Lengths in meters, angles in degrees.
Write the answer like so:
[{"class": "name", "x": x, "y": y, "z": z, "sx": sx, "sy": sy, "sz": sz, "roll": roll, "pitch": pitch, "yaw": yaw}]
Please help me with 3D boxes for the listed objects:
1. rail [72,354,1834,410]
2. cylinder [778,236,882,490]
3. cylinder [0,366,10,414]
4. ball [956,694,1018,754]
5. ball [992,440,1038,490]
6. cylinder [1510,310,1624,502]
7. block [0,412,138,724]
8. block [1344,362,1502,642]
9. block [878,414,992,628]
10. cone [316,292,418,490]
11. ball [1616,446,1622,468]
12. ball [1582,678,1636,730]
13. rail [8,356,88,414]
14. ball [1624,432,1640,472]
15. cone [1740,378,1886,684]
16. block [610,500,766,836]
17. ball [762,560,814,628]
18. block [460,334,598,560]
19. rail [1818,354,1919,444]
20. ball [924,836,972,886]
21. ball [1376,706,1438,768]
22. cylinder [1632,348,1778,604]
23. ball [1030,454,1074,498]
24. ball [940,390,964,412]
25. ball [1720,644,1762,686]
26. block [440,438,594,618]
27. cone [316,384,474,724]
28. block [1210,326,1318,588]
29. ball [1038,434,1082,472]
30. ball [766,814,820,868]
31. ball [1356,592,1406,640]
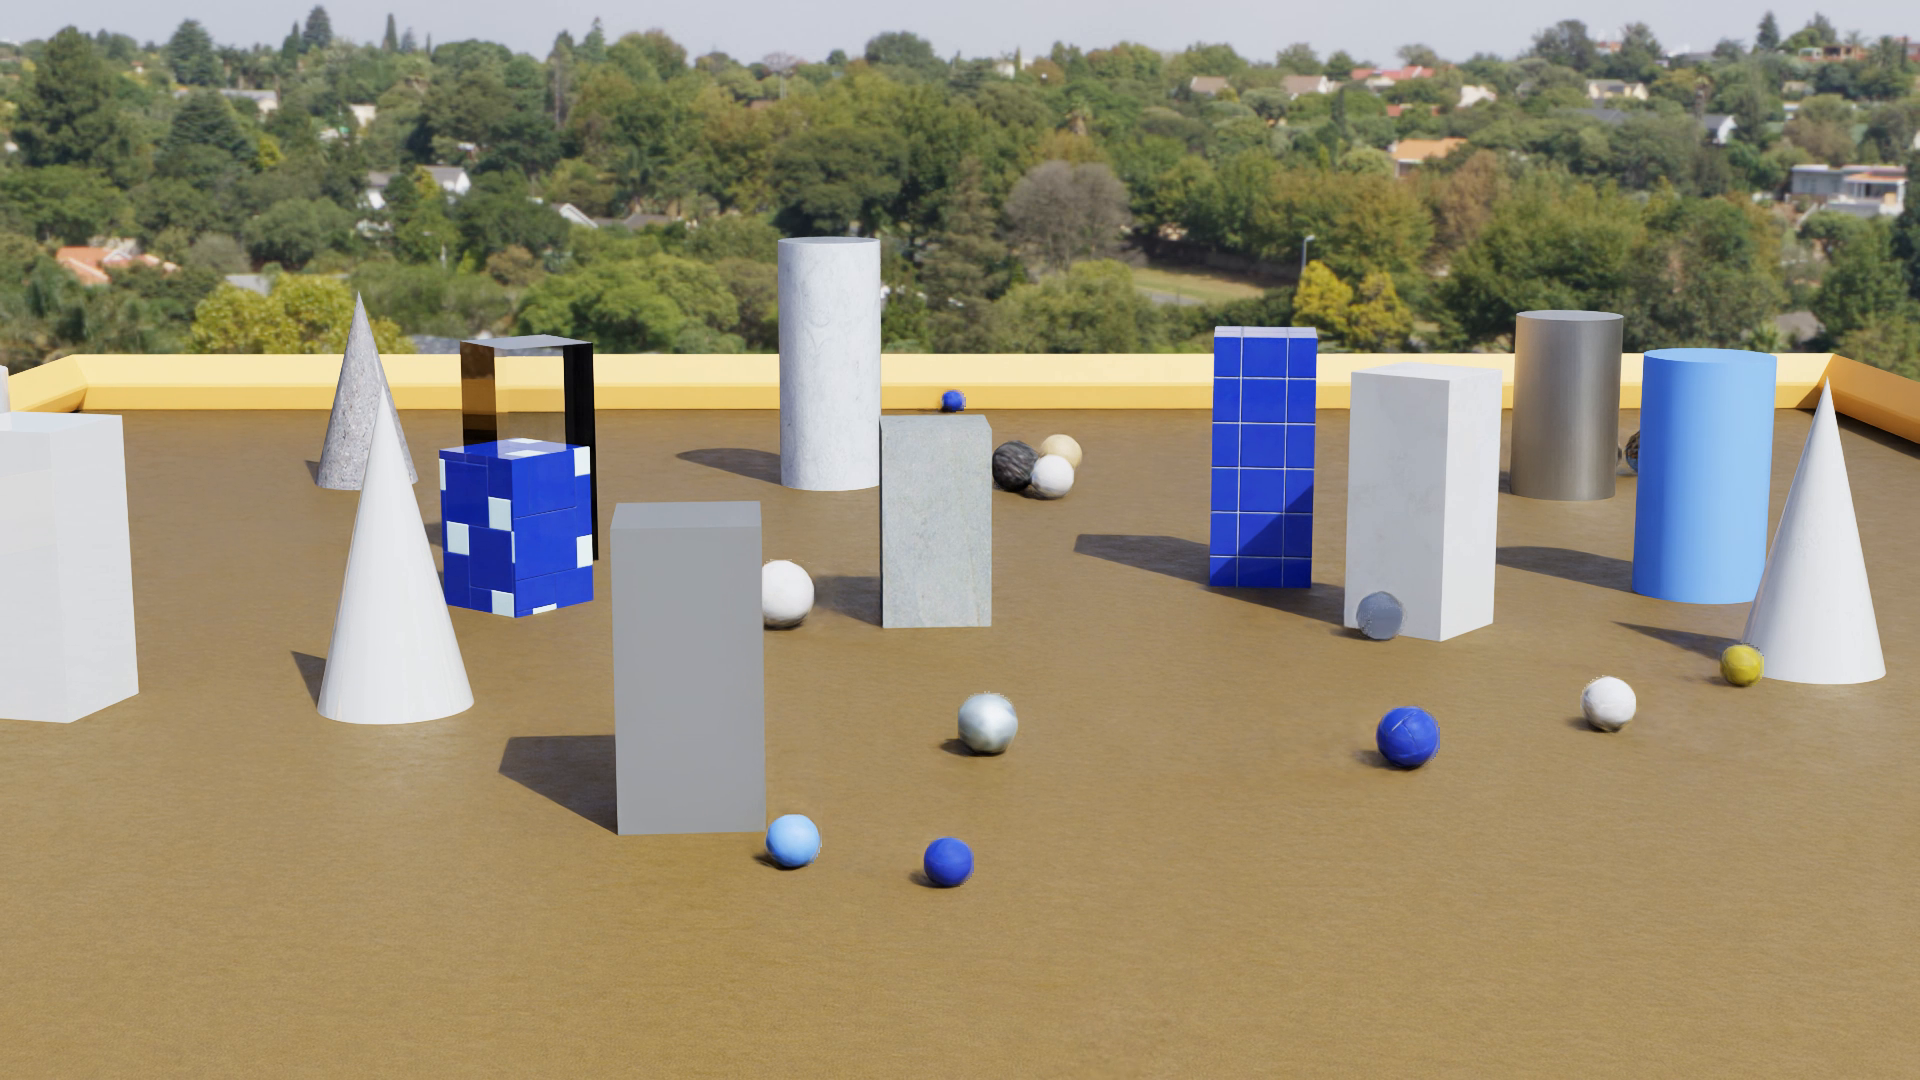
[{"class": "rail", "x": -0.011, "y": -0.327, "z": 5.339, "sx": 3.677, "sy": 0.114, "sz": 0.045, "roll": 0, "pitch": 11, "yaw": 0}, {"class": "cylinder", "x": -0.223, "y": -0.305, "z": 4.410, "sx": 0.175, "sy": 0.418, "sz": 0.175, "roll": 0, "pitch": 11, "yaw": 0}, {"class": "cylinder", "x": -1.214, "y": -0.021, "z": 3.054, "sx": 0.175, "sy": 0.361, "sz": 0.175, "roll": 0, "pitch": 11, "yaw": 0}, {"class": "ball", "x": 0.029, "y": 0.194, "z": 2.713, "sx": 0.064, "sy": 0.064, "sz": 0.064, "roll": 0, "pitch": 11, "yaw": 0}, {"class": "ball", "x": 0.093, "y": -0.127, "z": 4.363, "sx": 0.084, "sy": 0.084, "sz": 0.084, "roll": 0, "pitch": 11, "yaw": 0}, {"class": "cylinder", "x": 1.020, "y": -0.228, "z": 4.318, "sx": 0.175, "sy": 0.300, "sz": 0.175, "roll": 0, "pitch": 11, "yaw": 0}, {"class": "block", "x": -1.038, "y": 0.027, "z": 2.895, "sx": 0.140, "sy": 0.325, "sz": 0.140, "roll": 3, "pitch": 11, "yaw": 14}, {"class": "block", "x": 0.596, "y": -0.053, "z": 3.302, "sx": 0.140, "sy": 0.332, "sz": 0.140, "roll": 9, "pitch": 14, "yaw": 38}, {"class": "block", "x": -0.034, "y": -0.027, "z": 3.364, "sx": 0.140, "sy": 0.257, "sz": 0.140, "roll": -1, "pitch": 11, "yaw": -3}, {"class": "cone", "x": -1.030, "y": -0.264, "z": 4.425, "sx": 0.175, "sy": 0.332, "sz": 0.175, "roll": 0, "pitch": 11, "yaw": 0}, {"class": "ball", "x": 1.139, "y": -0.150, "z": 4.542, "sx": 0.064, "sy": 0.064, "sz": 0.064, "roll": 0, "pitch": 11, "yaw": 0}, {"class": "ball", "x": 0.711, "y": 0.179, "z": 2.811, "sx": 0.058, "sy": 0.058, "sz": 0.058, "roll": 0, "pitch": 11, "yaw": 0}, {"class": "rail", "x": -1.815, "y": 0.031, "z": 3.440, "sx": 0.045, "sy": 0.114, "sz": 3.892, "roll": 0, "pitch": 11, "yaw": 0}, {"class": "ball", "x": 1.213, "y": -0.155, "z": 4.522, "sx": 0.080, "sy": 0.080, "sz": 0.080, "roll": 0, "pitch": 11, "yaw": 0}, {"class": "cone", "x": 1.028, "y": -0.021, "z": 3.072, "sx": 0.175, "sy": 0.354, "sz": 0.175, "roll": 0, "pitch": 11, "yaw": 0}, {"class": "block", "x": -0.261, "y": 0.121, "z": 2.480, "sx": 0.140, "sy": 0.295, "sz": 0.140, "roll": -1, "pitch": 11, "yaw": -5}, {"class": "ball", "x": -0.231, "y": 0.070, "z": 3.309, "sx": 0.088, "sy": 0.088, "sz": 0.088, "roll": 0, "pitch": 11, "yaw": 0}, {"class": "block", "x": -0.628, "y": -0.130, "z": 3.743, "sx": 0.140, "sy": 0.320, "sz": 0.140, "roll": -8, "pitch": 14, "yaw": -38}, {"class": "rail", "x": 1.815, "y": 0.027, "z": 3.461, "sx": 0.045, "sy": 0.114, "sz": 3.892, "roll": 0, "pitch": 11, "yaw": 0}, {"class": "ball", "x": -0.011, "y": 0.286, "z": 2.283, "sx": 0.044, "sy": 0.044, "sz": 0.044, "roll": 0, "pitch": 11, "yaw": 0}, {"class": "ball", "x": 0.464, "y": 0.204, "z": 2.663, "sx": 0.064, "sy": 0.064, "sz": 0.064, "roll": 0, "pitch": 11, "yaw": 0}, {"class": "cylinder", "x": 1.019, "y": -0.090, "z": 3.516, "sx": 0.175, "sy": 0.326, "sz": 0.175, "roll": 0, "pitch": 11, "yaw": 0}, {"class": "ball", "x": 0.154, "y": -0.106, "z": 4.283, "sx": 0.073, "sy": 0.073, "sz": 0.073, "roll": 0, "pitch": 11, "yaw": 0}, {"class": "ball", "x": -0.017, "y": -0.288, "z": 5.318, "sx": 0.047, "sy": 0.047, "sz": 0.047, "roll": 0, "pitch": 11, "yaw": 0}, {"class": "ball", "x": 0.915, "y": 0.147, "z": 3.008, "sx": 0.049, "sy": 0.049, "sz": 0.049, "roll": 0, "pitch": 11, "yaw": 0}, {"class": "block", "x": -0.596, "y": -0.019, "z": 3.452, "sx": 0.140, "sy": 0.210, "sz": 0.140, "roll": 8, "pitch": 13, "yaw": 37}, {"class": "cone", "x": -0.642, "y": 0.007, "z": 2.888, "sx": 0.175, "sy": 0.368, "sz": 0.175, "roll": 0, "pitch": 11, "yaw": 0}, {"class": "block", "x": 0.425, "y": -0.118, "z": 3.605, "sx": 0.140, "sy": 0.348, "sz": 0.140, "roll": 1, "pitch": 11, "yaw": 6}, {"class": "ball", "x": 0.176, "y": -0.148, "z": 4.499, "sx": 0.075, "sy": 0.075, "sz": 0.075, "roll": 0, "pitch": 11, "yaw": 0}, {"class": "ball", "x": -0.152, "y": 0.273, "z": 2.336, "sx": 0.048, "sy": 0.048, "sz": 0.048, "roll": 0, "pitch": 11, "yaw": 0}, {"class": "ball", "x": 0.532, "y": 0.095, "z": 3.247, "sx": 0.061, "sy": 0.061, "sz": 0.061, "roll": 0, "pitch": 11, "yaw": 0}]
